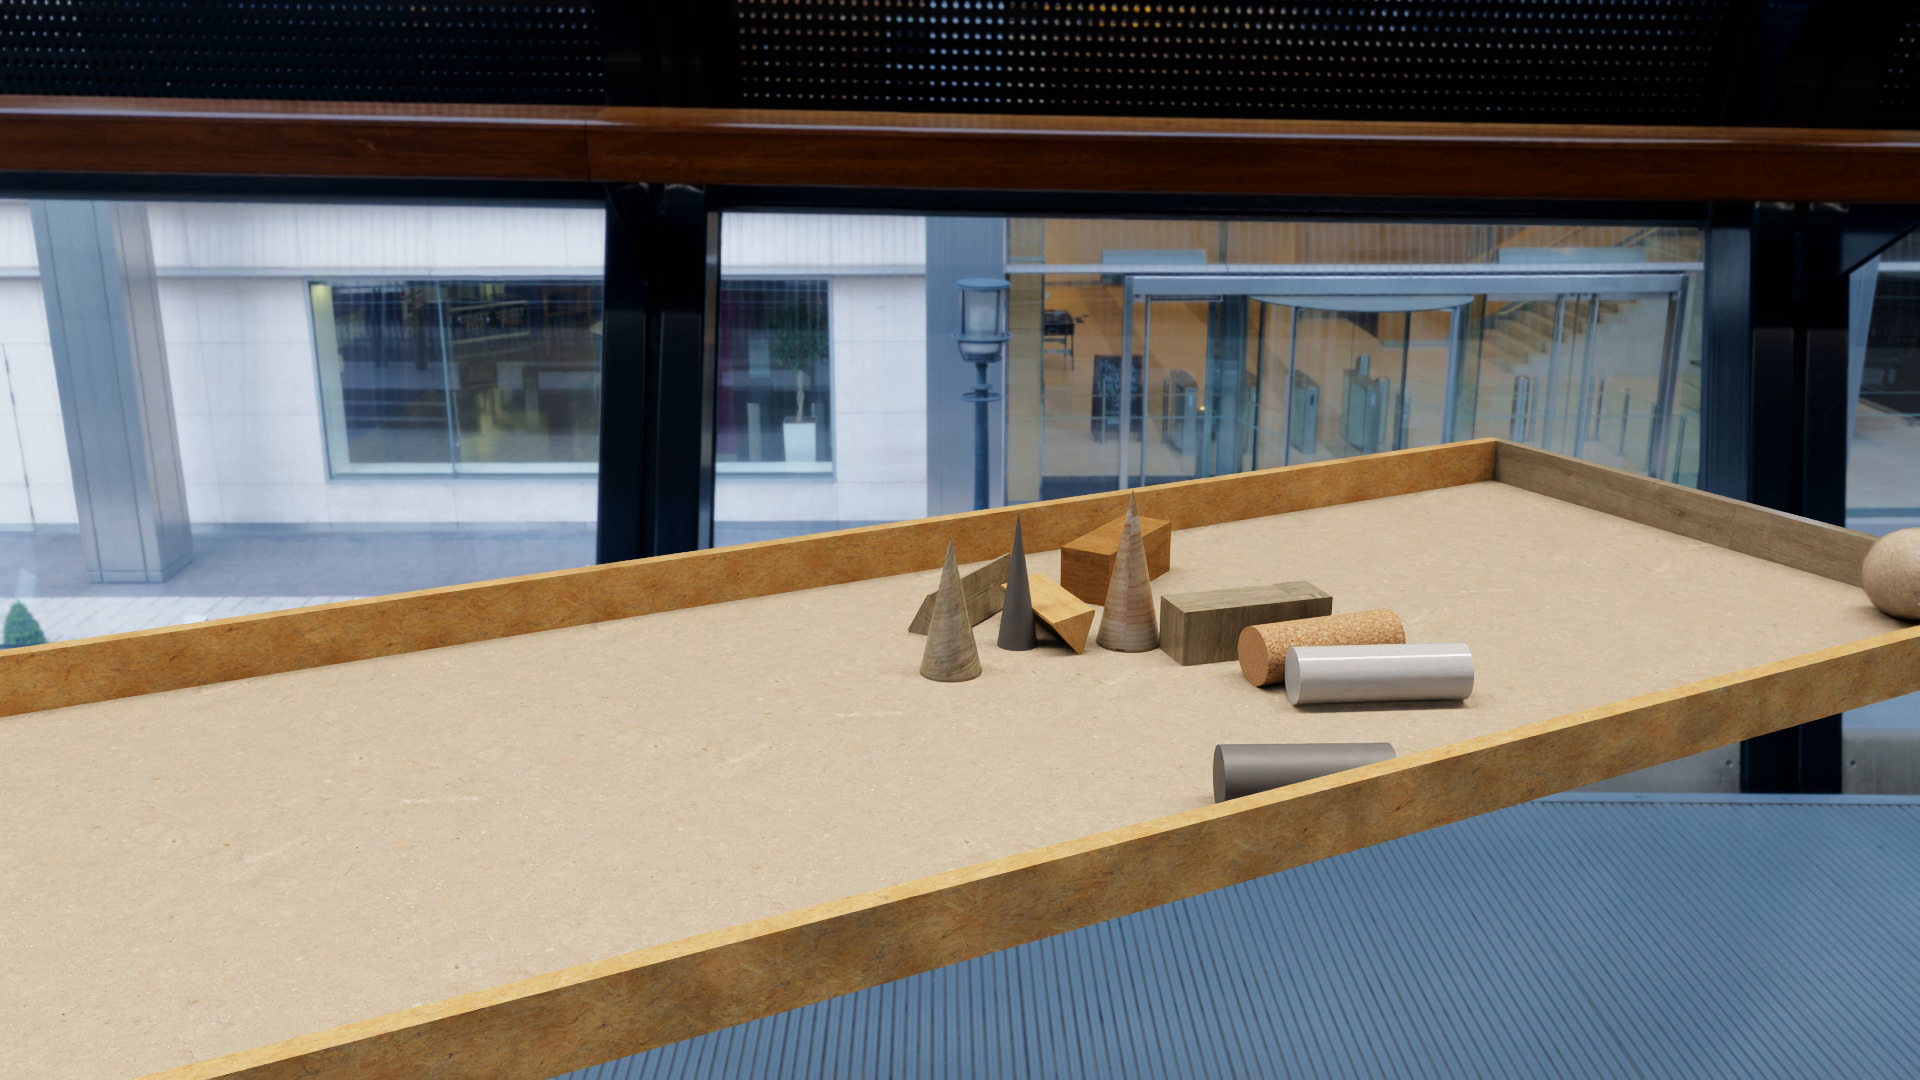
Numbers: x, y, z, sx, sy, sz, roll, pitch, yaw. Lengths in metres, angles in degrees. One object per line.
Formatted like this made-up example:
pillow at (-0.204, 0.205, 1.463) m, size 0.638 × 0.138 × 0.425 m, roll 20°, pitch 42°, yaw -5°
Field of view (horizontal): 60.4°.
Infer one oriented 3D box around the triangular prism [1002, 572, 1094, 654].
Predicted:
triangular prism at (0.253, 0.176, 4.463) m, size 0.108 × 0.125 × 0.348 m, roll -46°, pitch 26°, yaw -4°

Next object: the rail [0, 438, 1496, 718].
rail at (-3.305, 0.497, 3.399) m, size 12.000 × 0.150 × 0.050 m, roll -9°, pitch 18°, yaw -27°

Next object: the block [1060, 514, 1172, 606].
block at (0.465, 0.056, 4.888) m, size 0.156 × 0.156 × 0.414 m, roll 10°, pitch 19°, yaw 30°

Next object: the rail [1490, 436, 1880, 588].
rail at (2.466, -0.048, 5.253) m, size 0.050 × 0.150 × 2.100 m, roll -9°, pitch 18°, yaw -27°

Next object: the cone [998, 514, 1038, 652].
cone at (0.153, 0.102, 4.354) m, size 0.108 × 0.367 × 0.108 m, roll 0°, pitch 16°, yaw 0°

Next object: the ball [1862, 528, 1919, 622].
ball at (2.647, 0.095, 4.569) m, size 0.260 × 0.260 × 0.260 m, roll 0°, pitch 16°, yaw 0°

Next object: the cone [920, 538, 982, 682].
cone at (-0.023, 0.163, 4.162) m, size 0.160 × 0.360 × 0.160 m, roll 0°, pitch 16°, yaw 0°

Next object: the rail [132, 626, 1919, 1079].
rail at (-2.336, 1.006, 1.665) m, size 12.000 × 0.150 × 0.050 m, roll -9°, pitch 18°, yaw -27°

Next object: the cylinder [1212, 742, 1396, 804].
cylinder at (0.714, 0.494, 3.421) m, size 0.356 × 0.143 × 0.143 m, roll 0°, pitch 16°, yaw -1°

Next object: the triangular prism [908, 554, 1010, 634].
triangular prism at (0.029, 0.147, 4.637) m, size 0.134 × 0.116 × 0.448 m, roll 9°, pitch 19°, yaw 29°

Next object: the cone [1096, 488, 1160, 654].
cone at (0.452, 0.069, 4.364) m, size 0.174 × 0.427 × 0.174 m, roll 0°, pitch 16°, yaw 0°

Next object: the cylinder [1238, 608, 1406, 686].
cylinder at (0.915, 0.269, 4.172) m, size 0.396 × 0.150 × 0.150 m, roll -6°, pitch 17°, yaw -19°

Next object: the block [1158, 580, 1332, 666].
block at (0.753, 0.218, 4.353) m, size 0.426 × 0.147 × 0.147 m, roll -5°, pitch 17°, yaw -17°

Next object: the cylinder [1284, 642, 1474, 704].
cylinder at (1.015, 0.324, 4.004) m, size 0.424 × 0.141 × 0.141 m, roll -1°, pitch 16°, yaw -4°
